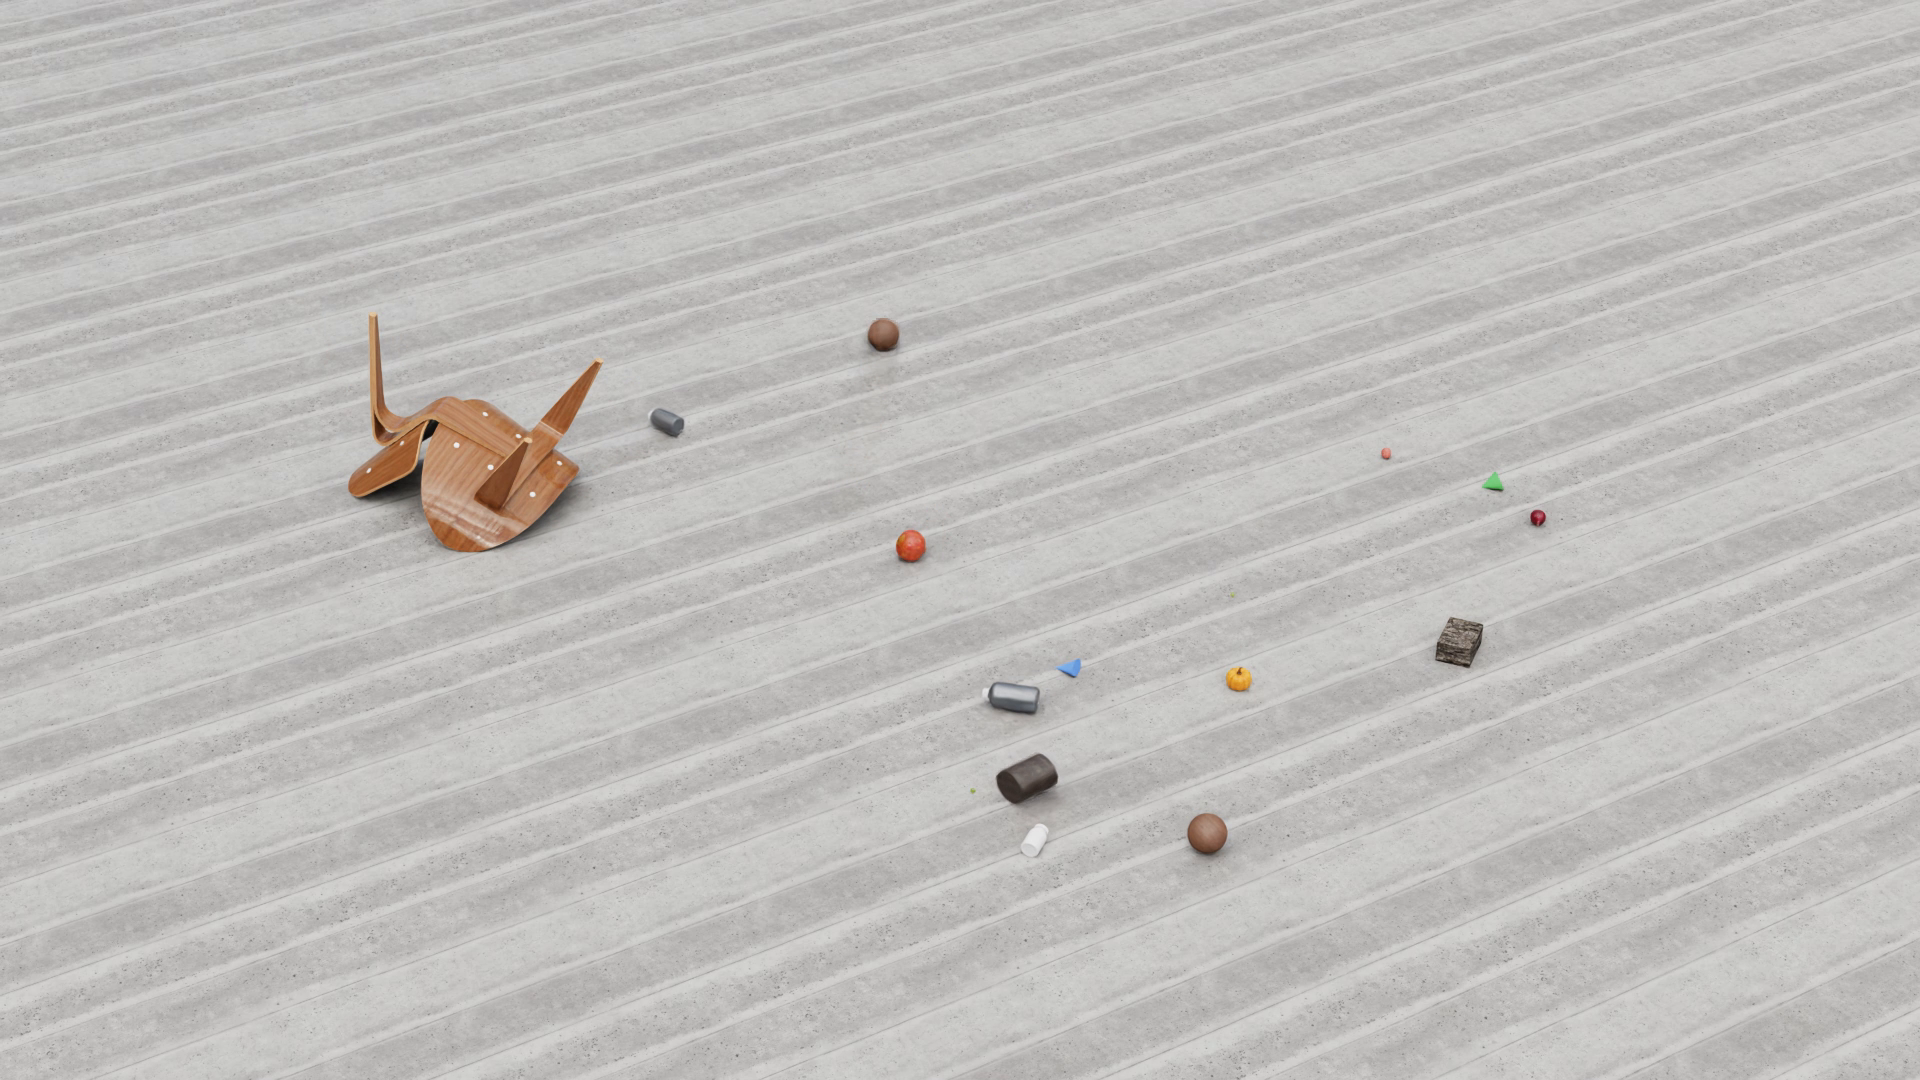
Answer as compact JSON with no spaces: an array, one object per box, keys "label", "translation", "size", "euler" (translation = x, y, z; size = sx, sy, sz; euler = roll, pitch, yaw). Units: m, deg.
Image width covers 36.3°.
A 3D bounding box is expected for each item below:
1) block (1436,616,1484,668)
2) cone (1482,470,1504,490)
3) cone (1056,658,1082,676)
[{"label":"block","translation":[1.759,0.360,10.325],"size":[0.122,0.081,0.168],"euler":[13,36,19]},{"label":"cone","translation":[2.034,-0.215,11.245],"size":[0.076,0.062,0.100],"euler":[-22,39,7]},{"label":"cone","translation":[0.369,0.446,10.246],"size":[0.086,0.049,0.085],"euler":[-2,31,27]}]
